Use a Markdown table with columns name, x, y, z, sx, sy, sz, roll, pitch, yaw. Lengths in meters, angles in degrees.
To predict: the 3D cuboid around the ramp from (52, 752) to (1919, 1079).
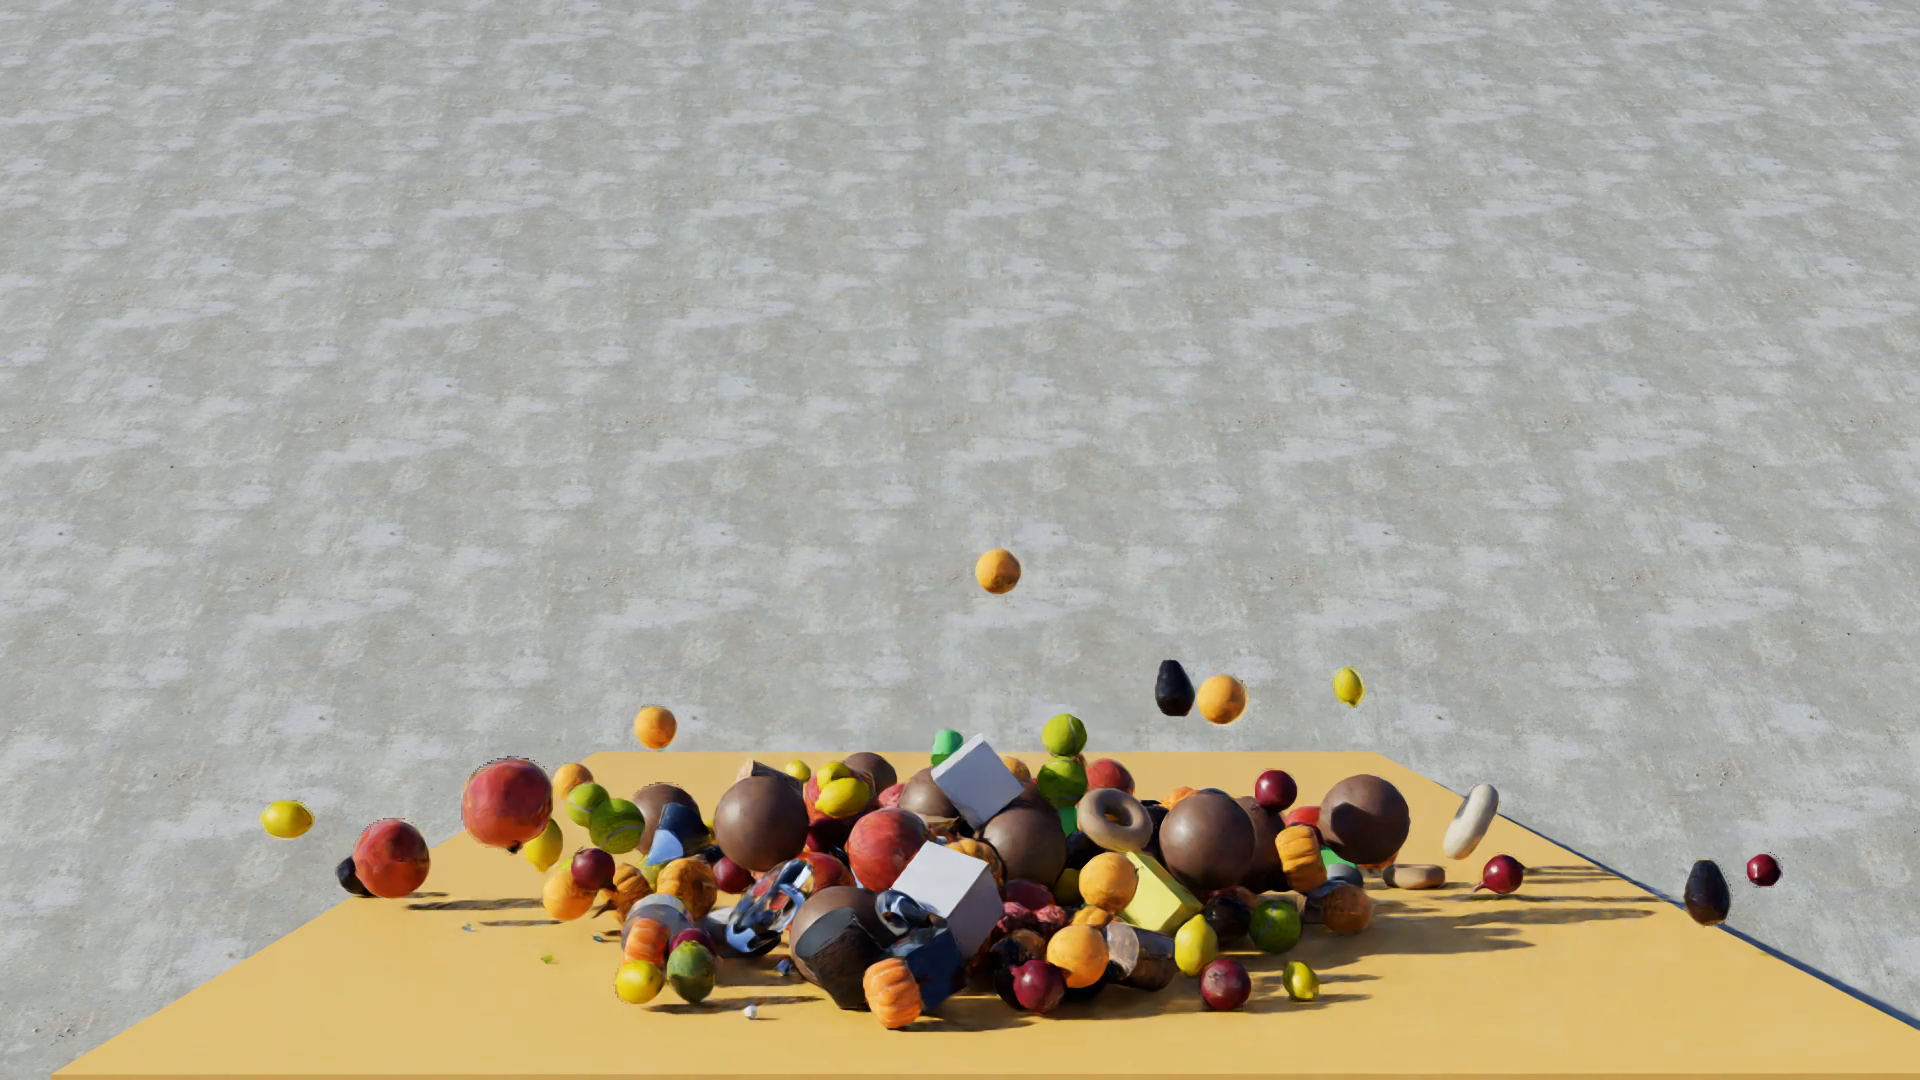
| name | x | y | z | sx | sy | sz | roll | pitch | yaw |
| --- | --- | --- | --- | --- | --- | --- | --- | --- | --- |
| ramp | 0.067 | 0.596 | 4.652 | 2.000 | 0.100 | 4.000 | 0 | 0 | 0 |

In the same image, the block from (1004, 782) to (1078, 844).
| name | x | y | z | sx | sy | sz | roll | pitch | yaw |
| --- | --- | --- | --- | --- | --- | --- | --- | --- | --- |
| block | 0.127 | 0.432 | 4.100 | 0.087 | 0.087 | 0.087 | -8 | -4 | 26 |

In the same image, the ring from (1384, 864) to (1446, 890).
| name | x | y | z | sx | sy | sz | roll | pitch | yaw |
| --- | --- | --- | --- | --- | --- | --- | --- | --- | --- |
| ring | 0.716 | 0.530 | 4.079 | 0.098 | 0.033 | 0.098 | -1 | 0 | 0 |

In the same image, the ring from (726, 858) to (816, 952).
| name | x | y | z | sx | sy | sz | roll | pitch | yaw |
| --- | --- | --- | --- | --- | --- | --- | --- | --- | --- |
| ring | -0.239 | 0.460 | 3.266 | 0.048 | 0.143 | 0.143 | 45 | 33 | -9 |

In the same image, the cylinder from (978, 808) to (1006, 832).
| name | x | y | z | sx | sy | sz | roll | pitch | yaw |
| --- | --- | --- | --- | --- | --- | --- | --- | --- | --- |
| cylinder | 0.055 | 0.456 | 4.402 | 0.077 | 0.077 | 0.077 | 19 | 2 | 29 |

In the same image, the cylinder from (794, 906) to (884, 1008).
| name | x | y | z | sx | sy | sz | roll | pitch | yaw |
| --- | --- | --- | --- | --- | --- | --- | --- | --- | --- |
| cylinder | -0.135 | 0.487 | 3.019 | 0.083 | 0.083 | 0.083 | -33 | 18 | 12 |

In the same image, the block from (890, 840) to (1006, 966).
| name | x | y | z | sx | sy | sz | roll | pitch | yaw |
| --- | --- | --- | --- | --- | --- | --- | --- | --- | --- |
| block | -0.017 | 0.437 | 3.106 | 0.092 | 0.092 | 0.092 | 15 | 50 | 33 |

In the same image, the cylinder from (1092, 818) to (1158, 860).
| name | x | y | z | sx | sy | sz | roll | pitch | yaw |
| --- | --- | --- | --- | --- | --- | --- | --- | --- | --- |
| cylinder | 0.239 | 0.428 | 3.780 | 0.076 | 0.076 | 0.076 | 29 | -2 | 40 |

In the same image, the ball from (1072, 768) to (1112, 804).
| name | x | y | z | sx | sy | sz | roll | pitch | yaw |
| --- | --- | --- | --- | --- | --- | --- | --- | --- | --- |
| ball | 0.265 | 0.503 | 5.221 | 0.085 | 0.085 | 0.085 | 0 | 30 | 0 |

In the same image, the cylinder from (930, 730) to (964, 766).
| name | x | y | z | sx | sy | sz | roll | pitch | yaw |
| --- | --- | --- | --- | --- | --- | --- | --- | --- | --- |
| cylinder | -0.025 | 0.411 | 5.062 | 0.057 | 0.057 | 0.057 | 5 | 49 | 8 |

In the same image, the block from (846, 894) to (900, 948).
| name | x | y | z | sx | sy | sz | roll | pitch | yaw |
| --- | --- | --- | --- | --- | --- | --- | --- | --- | --- |
| block | -0.099 | 0.495 | 3.253 | 0.092 | 0.092 | 0.092 | 3 | -5 | -1 |

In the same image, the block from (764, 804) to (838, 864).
| name | x | y | z | sx | sy | sz | roll | pitch | yaw |
| --- | --- | --- | --- | --- | --- | --- | --- | --- | --- |
| block | -0.272 | 0.500 | 4.417 | 0.091 | 0.091 | 0.091 | 0 | 0 | 30 |

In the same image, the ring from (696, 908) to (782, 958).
| name | x | y | z | sx | sy | sz | roll | pitch | yaw |
| --- | --- | --- | --- | --- | --- | --- | --- | --- | --- |
| ring | -0.287 | 0.511 | 3.365 | 0.112 | 0.112 | 0.037 | -1 | 58 | -2 |

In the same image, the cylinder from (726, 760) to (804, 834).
| name | x | y | z | sx | sy | sz | roll | pitch | yaw |
| --- | --- | --- | --- | --- | --- | --- | --- | --- | --- |
| cylinder | -0.278 | 0.366 | 3.698 | 0.082 | 0.082 | 0.082 | 24 | 25 | -17 |

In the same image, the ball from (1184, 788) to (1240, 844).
| name | x | y | z | sx | sy | sz | roll | pitch | yaw |
| --- | --- | --- | --- | --- | --- | --- | --- | --- | --- |
| ball | 0.452 | 0.496 | 4.652 | 0.099 | 0.099 | 0.099 | 0 | 30 | 0 |

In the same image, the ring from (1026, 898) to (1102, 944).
| name | x | y | z | sx | sy | sz | roll | pitch | yaw |
| --- | --- | --- | --- | --- | --- | --- | --- | --- | --- |
| ring | 0.161 | 0.524 | 3.554 | 0.139 | 0.046 | 0.139 | 0 | 2 | 0 |

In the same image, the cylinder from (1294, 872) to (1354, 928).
| name | x | y | z | sx | sy | sz | roll | pitch | yaw |
| --- | --- | --- | --- | --- | --- | --- | --- | --- | --- |
| cylinder | 0.514 | 0.512 | 3.655 | 0.063 | 0.063 | 0.063 | 29 | 32 | -2 |

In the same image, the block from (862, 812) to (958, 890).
| name | x | y | z | sx | sy | sz | roll | pitch | yaw |
| --- | --- | --- | --- | --- | --- | --- | --- | --- | --- |
| block | -0.067 | 0.423 | 3.496 | 0.092 | 0.092 | 0.092 | 2 | 2 | 32 |

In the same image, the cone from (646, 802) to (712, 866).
| name | x | y | z | sx | sy | sz | roll | pitch | yaw |
| --- | --- | --- | --- | --- | --- | --- | --- | --- | --- |
| cone | -0.399 | 0.417 | 3.510 | 0.088 | 0.088 | 0.088 | 20 | 44 | 31 |

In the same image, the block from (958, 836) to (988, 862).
| name | x | y | z | sx | sy | sz | roll | pitch | yaw |
| --- | --- | --- | --- | --- | --- | --- | --- | --- | --- |
| block | 0.005 | 0.518 | 4.246 | 0.056 | 0.056 | 0.056 | 0 | 0 | -41 |

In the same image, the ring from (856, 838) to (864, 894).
| name | x | y | z | sx | sy | sz | roll | pitch | yaw |
| --- | --- | --- | --- | --- | --- | --- | --- | --- | --- |
| ring | -0.097 | 0.477 | 3.799 | 0.145 | 0.145 | 0.048 | -26 | 27 | -37 |

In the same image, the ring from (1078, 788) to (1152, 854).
| name | x | y | z | sx | sy | sz | roll | pitch | yaw |
| --- | --- | --- | --- | --- | --- | --- | --- | --- | --- |
| ring | 0.205 | 0.371 | 3.423 | 0.106 | 0.035 | 0.106 | 17 | 36 | -13 |

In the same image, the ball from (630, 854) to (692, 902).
| name | x | y | z | sx | sy | sz | roll | pitch | yaw |
| --- | --- | --- | --- | --- | --- | --- | --- | --- | --- |
| ball | -0.438 | 0.501 | 3.791 | 0.091 | 0.091 | 0.091 | 0 | 30 | 0 |

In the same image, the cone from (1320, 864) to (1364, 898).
| name | x | y | z | sx | sy | sz | roll | pitch | yaw |
| --- | --- | --- | --- | --- | --- | --- | --- | --- | --- |
| cone | 0.567 | 0.531 | 3.878 | 0.067 | 0.067 | 0.067 | 8 | 29 | 14 |

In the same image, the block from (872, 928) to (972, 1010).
| name | x | y | z | sx | sy | sz | roll | pitch | yaw |
| --- | --- | --- | --- | --- | --- | --- | --- | --- | --- |
| block | -0.045 | 0.496 | 2.988 | 0.069 | 0.069 | 0.069 | -27 | 8 | -36 |

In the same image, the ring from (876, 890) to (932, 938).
| name | x | y | z | sx | sy | sz | roll | pitch | yaw |
| --- | --- | --- | --- | --- | --- | --- | --- | --- | --- |
| ring | -0.067 | 0.445 | 3.056 | 0.078 | 0.078 | 0.026 | 21 | 53 | 32 |

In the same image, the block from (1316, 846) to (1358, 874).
| name | x | y | z | sx | sy | sz | roll | pitch | yaw |
| --- | --- | --- | --- | --- | --- | --- | --- | --- | --- |
| block | 0.594 | 0.516 | 4.069 | 0.061 | 0.061 | 0.061 | 0 | 0 | 11 |

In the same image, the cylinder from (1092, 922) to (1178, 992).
| name | x | y | z | sx | sy | sz | roll | pitch | yaw |
| --- | --- | --- | --- | --- | --- | --- | --- | --- | --- |
| cylinder | 0.210 | 0.501 | 3.108 | 0.073 | 0.073 | 0.073 | 21 | 11 | -43 |

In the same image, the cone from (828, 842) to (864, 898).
| name | x | y | z | sx | sy | sz | roll | pitch | yaw |
| --- | --- | --- | --- | --- | --- | --- | --- | --- | --- |
| cone | -0.170 | 0.455 | 3.661 | 0.072 | 0.072 | 0.072 | -22 | 26 | 11 |

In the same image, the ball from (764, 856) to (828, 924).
| name | x | y | z | sx | sy | sz | roll | pitch | yaw |
| --- | --- | --- | --- | --- | --- | --- | --- | --- | --- |
| ball | -0.237 | 0.499 | 3.687 | 0.096 | 0.096 | 0.096 | 0 | 30 | 0 |

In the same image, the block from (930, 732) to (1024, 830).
| name | x | y | z | sx | sy | sz | roll | pitch | yaw |
| --- | --- | --- | --- | --- | --- | --- | --- | --- | --- |
| block | 0.023 | 0.322 | 3.453 | 0.086 | 0.086 | 0.086 | -39 | 4 | -2 |

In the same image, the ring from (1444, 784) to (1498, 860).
| name | x | y | z | sx | sy | sz | roll | pitch | yaw |
| --- | --- | --- | --- | --- | --- | --- | --- | --- | --- |
| ring | 0.835 | 0.460 | 4.222 | 0.045 | 0.136 | 0.136 | 29 | 36 | 6 |

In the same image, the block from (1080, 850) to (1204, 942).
| name | x | y | z | sx | sy | sz | roll | pitch | yaw |
| --- | --- | --- | --- | --- | --- | --- | --- | --- | --- |
| block | 0.234 | 0.470 | 3.318 | 0.097 | 0.097 | 0.097 | 43 | 6 | 24 |

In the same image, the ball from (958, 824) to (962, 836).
| name | x | y | z | sx | sy | sz | roll | pitch | yaw |
| --- | --- | --- | --- | --- | --- | --- | --- | --- | --- |
| ball | -0.025 | 0.516 | 4.541 | 0.059 | 0.059 | 0.059 | 0 | 30 | 0 |

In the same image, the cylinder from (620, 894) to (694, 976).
| name | x | y | z | sx | sy | sz | roll | pitch | yaw |
| --- | --- | --- | --- | --- | --- | --- | --- | --- | --- |
| cylinder | -0.385 | 0.502 | 3.297 | 0.090 | 0.090 | 0.090 | -2 | 0 | -4 |
